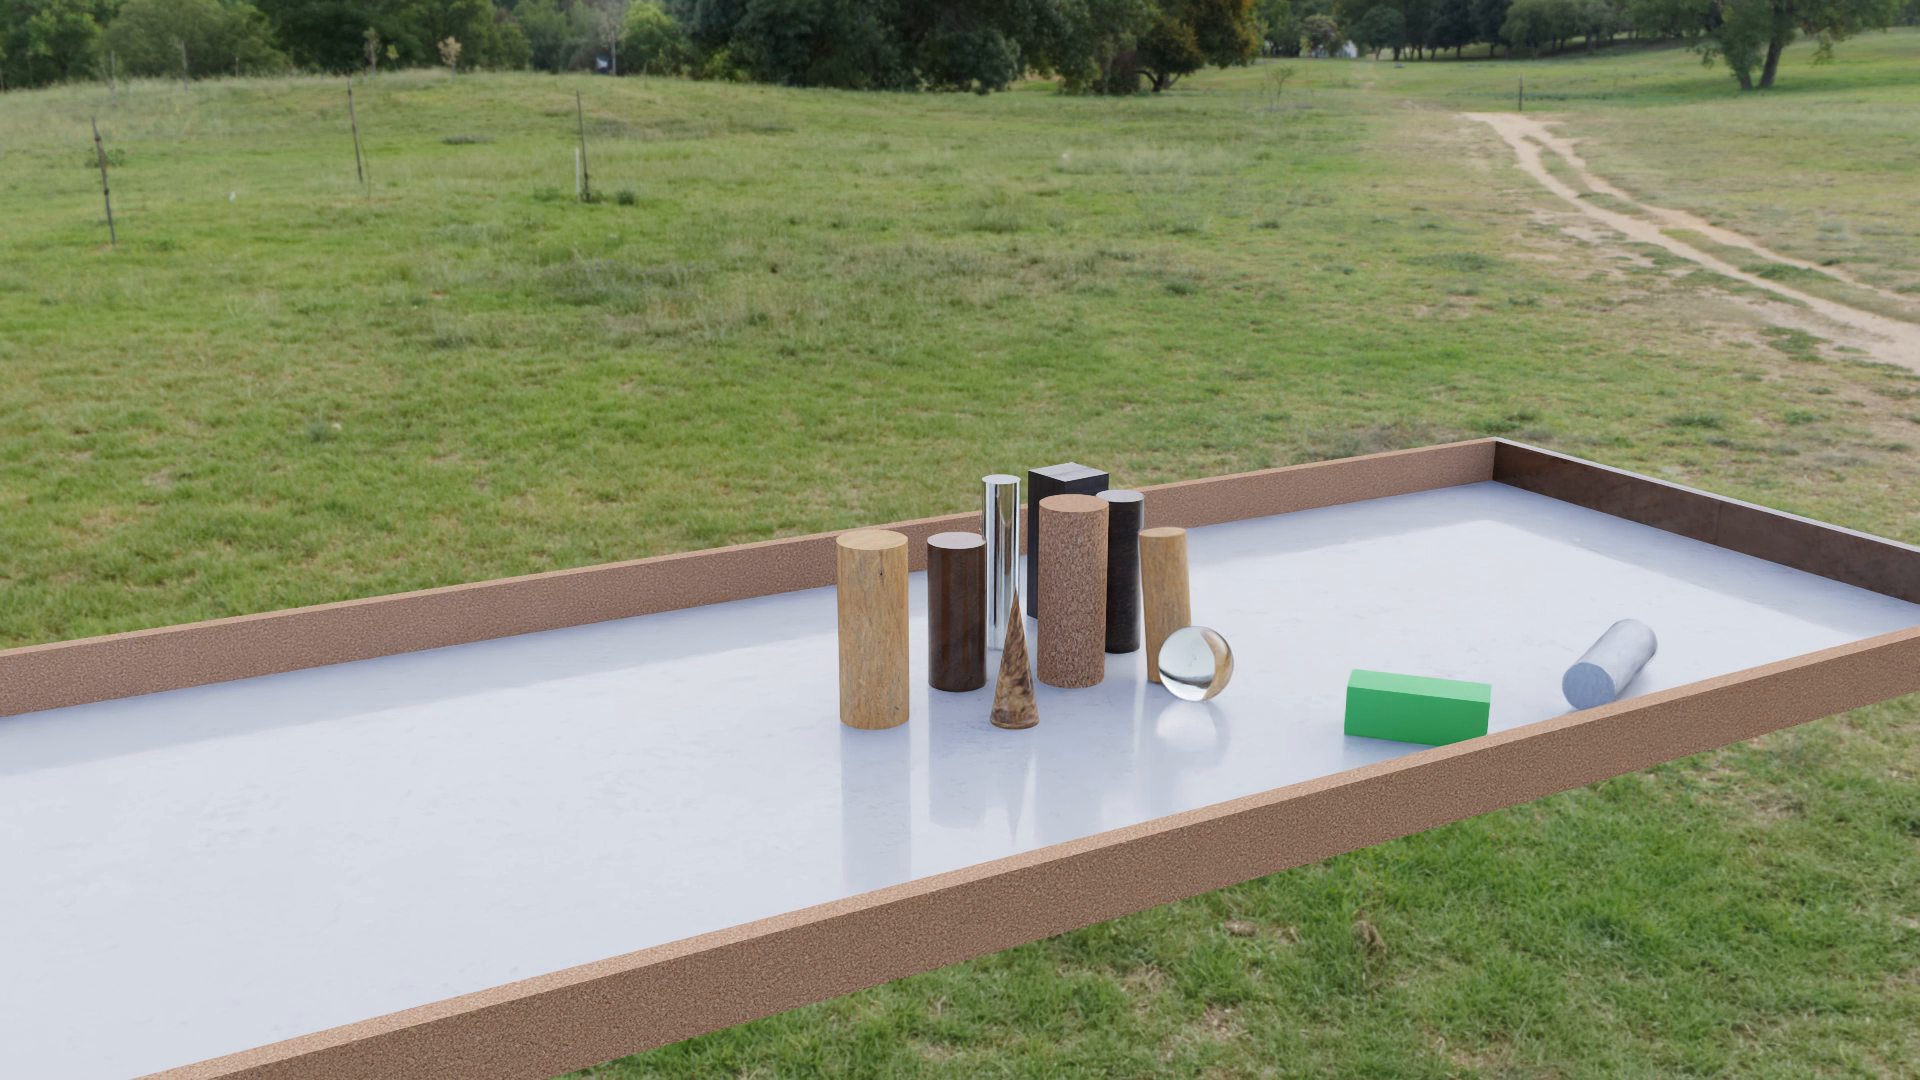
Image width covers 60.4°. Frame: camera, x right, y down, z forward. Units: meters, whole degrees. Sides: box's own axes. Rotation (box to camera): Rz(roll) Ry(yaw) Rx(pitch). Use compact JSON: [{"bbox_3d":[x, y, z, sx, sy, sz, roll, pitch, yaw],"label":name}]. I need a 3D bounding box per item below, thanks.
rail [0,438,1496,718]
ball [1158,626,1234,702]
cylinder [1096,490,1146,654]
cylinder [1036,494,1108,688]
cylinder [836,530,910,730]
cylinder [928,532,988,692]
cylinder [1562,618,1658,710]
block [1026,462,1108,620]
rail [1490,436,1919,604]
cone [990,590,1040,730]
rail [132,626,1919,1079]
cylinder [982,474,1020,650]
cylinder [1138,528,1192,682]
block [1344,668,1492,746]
[{"bbox_3d":[-3.305,0.497,3.399,12.000,0.150,0.050,-9,18,-27],"label":"rail"},{"bbox_3d":[0.573,0.300,4.007,0.184,0.184,0.184,0,16,0],"label":"ball"},{"bbox_3d":[0.417,0.083,4.340,0.127,0.412,0.127,0,16,0],"label":"cylinder"},{"bbox_3d":[0.280,0.127,4.117,0.171,0.454,0.171,0,16,0],"label":"cylinder"},{"bbox_3d":[-0.203,0.209,3.865,0.166,0.439,0.166,0,16,0],"label":"cylinder"},{"bbox_3d":[-0.007,0.178,4.093,0.148,0.370,0.148,0,16,0],"label":"cylinder"},{"bbox_3d":[1.614,0.307,4.091,0.124,0.124,0.395,11,20,34],"label":"cylinder"},{"bbox_3d":[0.296,0.014,4.564,0.156,0.419,0.156,-12,20,-35],"label":"block"},{"bbox_3d":[2.466,-0.048,5.253,0.050,0.150,2.100,-9,18,-27],"label":"rail"},{"bbox_3d":[0.129,0.265,3.856,0.117,0.336,0.117,0,16,0],"label":"cone"},{"bbox_3d":[-2.336,1.006,1.665,12.000,0.150,0.050,-9,18,-27],"label":"rail"},{"bbox_3d":[0.107,0.060,4.347,0.100,0.454,0.100,0,16,0],"label":"cylinder"},{"bbox_3d":[0.517,0.162,4.126,0.117,0.371,0.117,-5,11,1],"label":"cylinder"},{"bbox_3d":[1.057,0.392,3.810,0.314,0.120,0.120,5,17,18],"label":"block"}]
